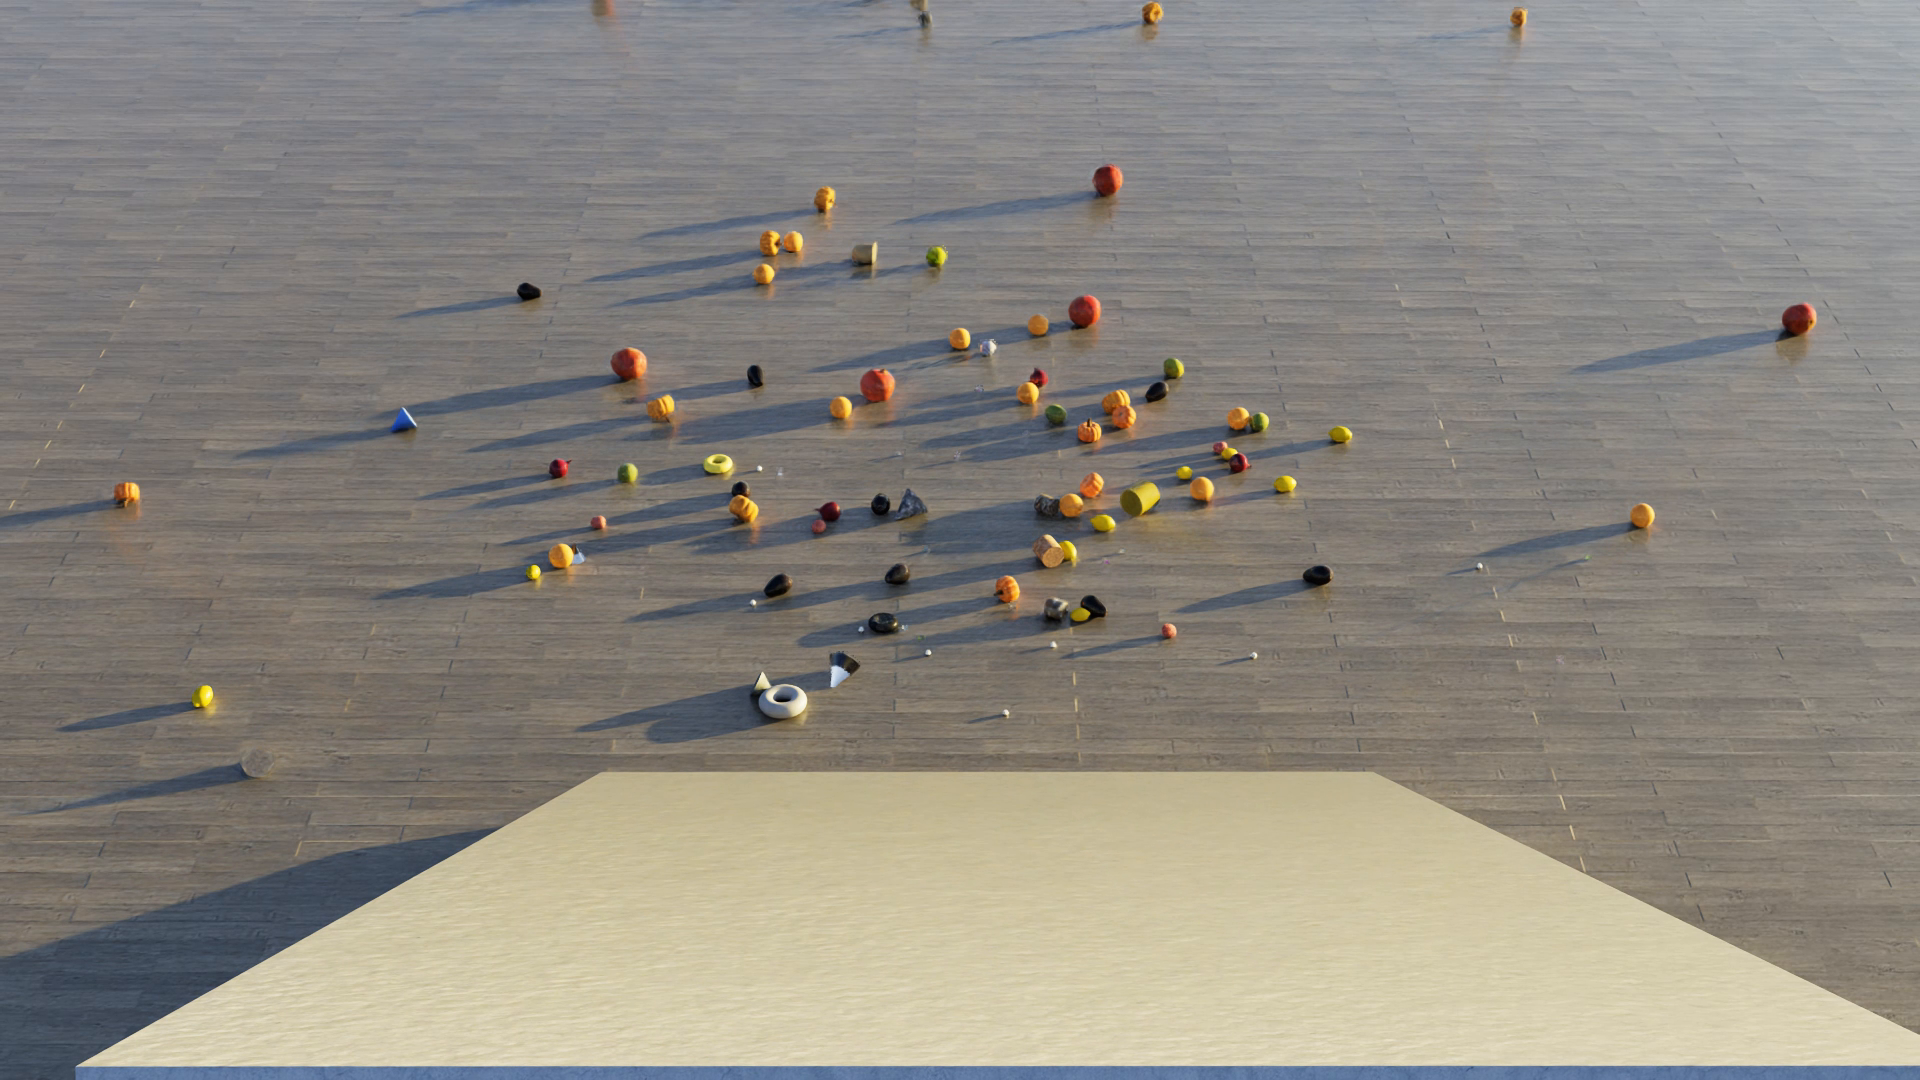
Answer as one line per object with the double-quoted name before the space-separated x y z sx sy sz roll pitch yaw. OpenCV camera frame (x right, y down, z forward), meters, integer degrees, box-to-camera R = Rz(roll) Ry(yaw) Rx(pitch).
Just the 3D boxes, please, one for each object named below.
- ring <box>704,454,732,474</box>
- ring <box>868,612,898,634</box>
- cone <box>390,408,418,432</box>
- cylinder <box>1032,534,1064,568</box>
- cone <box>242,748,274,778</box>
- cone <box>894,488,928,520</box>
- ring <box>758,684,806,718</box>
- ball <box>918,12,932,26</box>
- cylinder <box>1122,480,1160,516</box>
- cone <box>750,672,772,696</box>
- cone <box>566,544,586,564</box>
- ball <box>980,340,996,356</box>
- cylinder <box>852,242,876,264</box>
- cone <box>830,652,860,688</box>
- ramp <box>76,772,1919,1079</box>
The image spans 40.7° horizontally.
"ring" -0.767 -0.240 8.198 0.091 0.030 0.091 -1 32 1
"ring" -0.220 0.238 7.433 0.086 0.029 0.086 1 31 -1
"cone" -1.816 -0.375 8.408 0.078 0.078 0.078 -35 39 -4
"cylinder" 0.263 0.033 7.720 0.071 0.071 0.071 -12 34 -19
"cone" -1.865 0.585 6.869 0.082 0.082 0.082 -13 8 -20
"cone" -0.167 -0.090 7.944 0.097 0.097 0.097 -41 45 -11
"ring" -0.485 0.442 7.091 0.132 0.044 0.132 -1 31 1
"ball" -0.151 -2.302 11.468 0.062 0.062 0.062 0 32 0
"cylinder" 0.555 -0.128 7.965 0.085 0.085 0.085 25 40 34
"cone" -0.530 0.412 7.150 0.074 0.074 0.074 27 32 -8
"cone" -1.148 0.033 7.734 0.057 0.057 0.057 0 32 0
"ball" 0.095 -0.656 8.843 0.052 0.052 0.052 0 32 0
"cylinder" -0.348 -1.048 9.451 0.072 0.072 0.072 7 33 11
"cone" -0.338 0.375 7.202 0.090 0.090 0.090 13 61 20
"ramp" 0.071 0.626 4.718 2.000 0.100 4.000 0 -1 0
